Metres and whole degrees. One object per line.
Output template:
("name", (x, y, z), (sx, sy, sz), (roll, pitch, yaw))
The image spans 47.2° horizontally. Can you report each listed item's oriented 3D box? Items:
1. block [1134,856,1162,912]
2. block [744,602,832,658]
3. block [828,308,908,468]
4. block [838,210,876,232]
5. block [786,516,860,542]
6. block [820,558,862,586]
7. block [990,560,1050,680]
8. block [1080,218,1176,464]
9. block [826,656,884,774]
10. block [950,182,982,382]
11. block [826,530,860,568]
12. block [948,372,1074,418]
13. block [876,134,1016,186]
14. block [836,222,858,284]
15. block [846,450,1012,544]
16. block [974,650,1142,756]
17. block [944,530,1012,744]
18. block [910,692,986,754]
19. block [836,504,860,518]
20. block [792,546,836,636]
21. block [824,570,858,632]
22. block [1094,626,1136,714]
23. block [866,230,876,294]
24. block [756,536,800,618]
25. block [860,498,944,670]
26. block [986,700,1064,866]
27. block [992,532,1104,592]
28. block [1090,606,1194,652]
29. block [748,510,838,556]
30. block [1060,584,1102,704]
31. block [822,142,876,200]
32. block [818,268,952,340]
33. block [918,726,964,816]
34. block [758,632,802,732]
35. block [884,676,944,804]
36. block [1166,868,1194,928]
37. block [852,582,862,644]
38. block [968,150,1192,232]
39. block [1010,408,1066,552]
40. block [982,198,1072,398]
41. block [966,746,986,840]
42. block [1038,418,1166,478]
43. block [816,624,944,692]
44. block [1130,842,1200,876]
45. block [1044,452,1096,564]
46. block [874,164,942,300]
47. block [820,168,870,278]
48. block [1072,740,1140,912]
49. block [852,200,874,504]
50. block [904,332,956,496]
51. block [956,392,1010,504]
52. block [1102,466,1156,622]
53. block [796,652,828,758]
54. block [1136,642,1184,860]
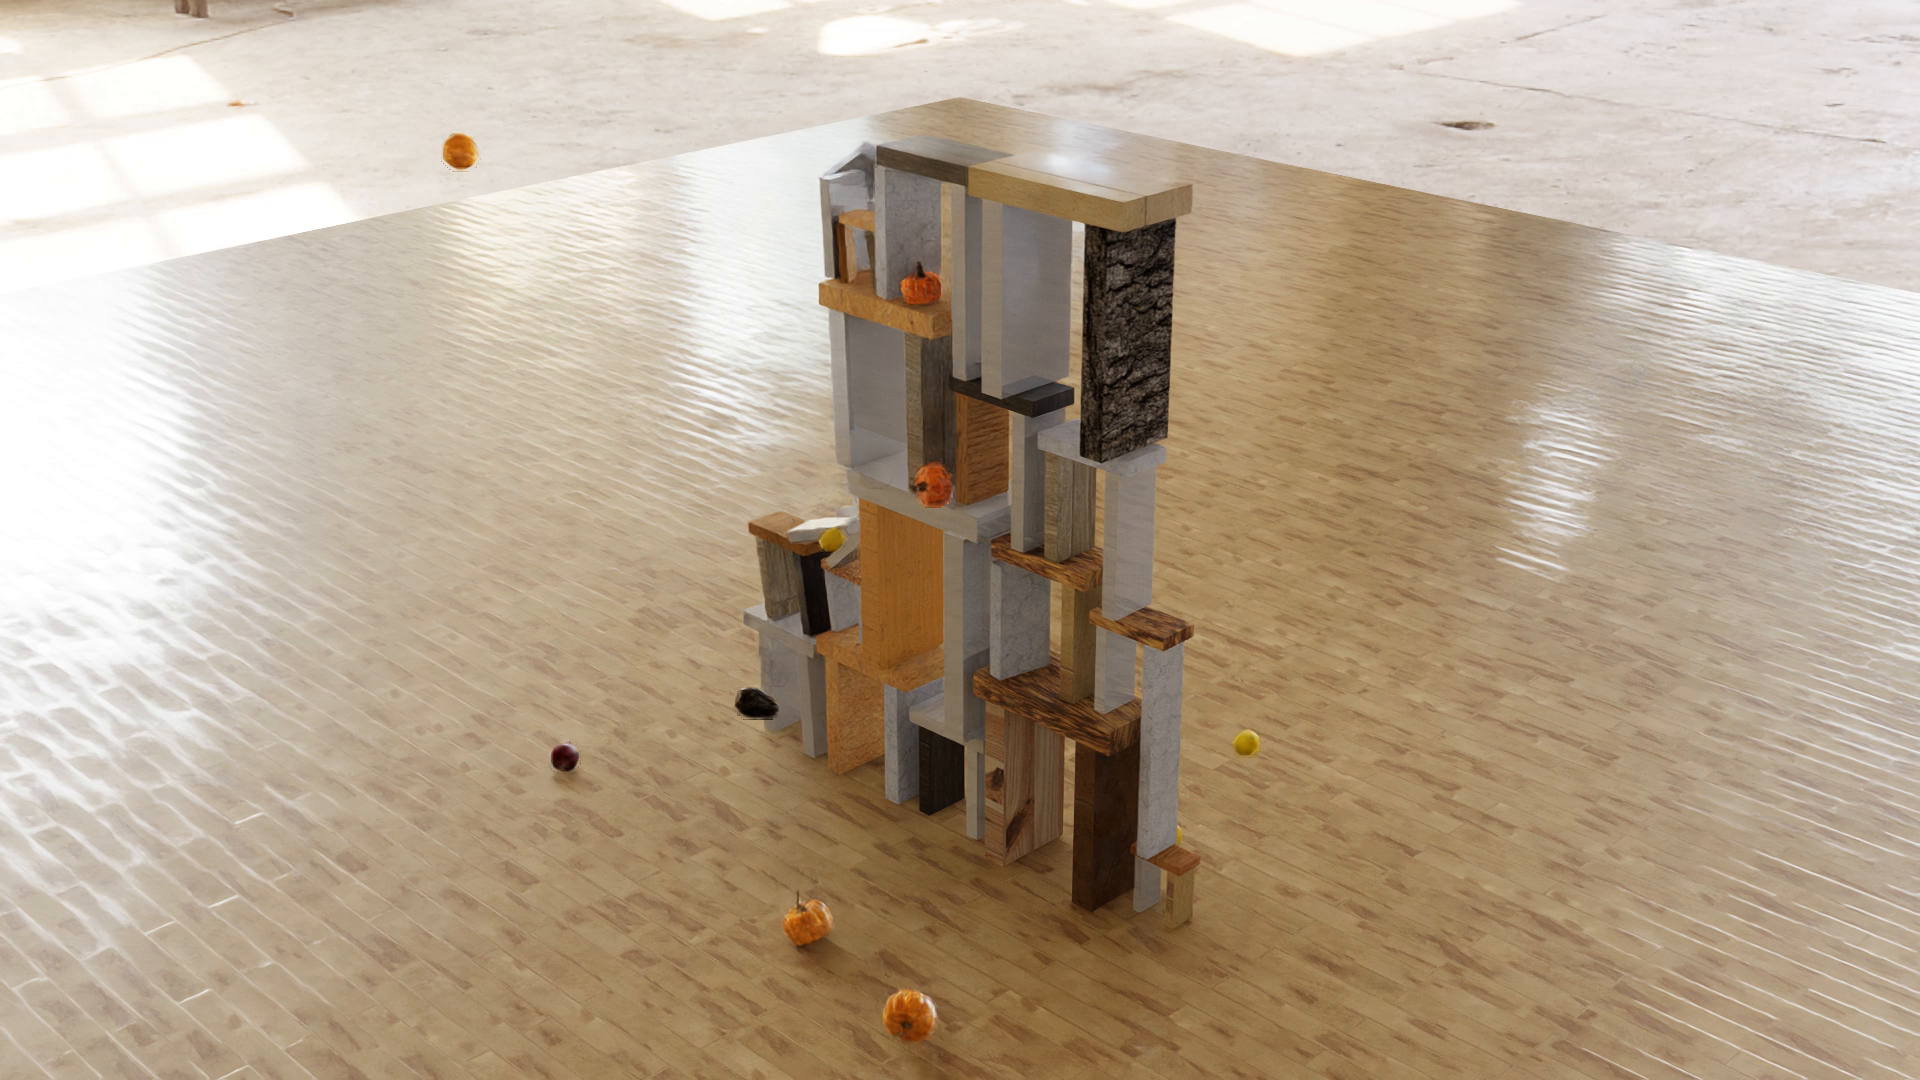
("block", (0.351, 0.633, 4.117), (0.017, 0.118, 0.059), (22, 31, 40))
("block", (-0.342, 0.183, 4.679), (0.118, 0.033, 0.236), (-20, 30, -39))
("block", (-0.176, -0.311, 4.284), (0.156, 0.312, 0.044), (-21, 28, -40))
("block", (-0.170, -0.600, 4.137), (0.057, 0.016, 0.113), (-20, 30, -40))
("block", (-0.268, -0.025, 4.506), (0.159, 0.023, 0.080), (-5, 15, 36))
("block", (-0.218, 0.059, 4.491), (0.065, 0.018, 0.130), (-20, 30, -39))
("block", (0.114, 0.139, 4.131), (0.116, 0.232, 0.033), (-16, 28, -32))
("block", (0.287, -0.353, 3.768), (0.050, 0.412, 0.177), (21, 31, 40))
("block", (-0.217, 0.346, 4.607), (0.037, 0.264, 0.132), (21, 31, 41))
("block", (0.042, -0.476, 3.978), (0.125, 0.360, 0.035), (-21, 30, -40))
("block", (-0.191, -0.001, 4.425), (0.080, 0.023, 0.184), (-21, -12, -41))
("block", (0.092, -0.276, 4.005), (0.108, 0.031, 0.216), (-21, 31, -40))
("block", (-0.020, -0.683, 3.957), (0.125, 0.035, 0.250), (-21, 31, -40))
("block", (-0.216, -0.551, 4.188), (0.016, 0.113, 0.057), (2, 23, 14))
("block", (-0.031, -0.091, 4.227), (0.356, 0.050, 0.178), (21, 31, 41))
("block", (0.208, 0.296, 4.120), (0.344, 0.049, 0.172), (21, 31, 41))
("block", (0.050, 0.164, 4.237), (0.050, 0.427, 0.178), (21, 30, 40))
("block", (0.007, 0.361, 4.356), (0.202, 0.029, 0.101), (20, 30, 39))
("block", (-0.183, -0.063, 4.426), (0.080, 0.023, 0.159), (-10, 3, -25))
("block", (-0.295, 0.101, 4.598), (0.090, 0.180, 0.025), (-18, 19, -36))
("block", (-0.243, 0.117, 4.545), (0.018, 0.131, 0.065), (10, 23, 44))
("block", (0.284, 0.224, 4.010), (0.024, 0.171, 0.085), (21, 31, 40))
("block", (-0.160, -0.526, 4.127), (0.016, 0.113, 0.057), (-7, 22, 4))
("block", (-0.380, 0.068, 4.676), (0.090, 0.180, 0.025), (-20, 21, -39))
("block", (-0.114, 0.065, 4.381), (0.050, 0.356, 0.178), (21, 31, 41))
("block", (0.127, 0.445, 4.272), (0.049, 0.344, 0.172), (21, 31, 41))
("block", (0.181, 0.031, 4.046), (0.232, 0.033, 0.116), (21, 31, 40))
("block", (0.325, 0.149, 3.935), (0.171, 0.024, 0.085), (20, 30, 40))
("block", (-0.350, -0.014, 4.604), (0.090, 0.025, 0.180), (-21, 31, -40))
("block", (0.237, 0.174, 4.048), (0.033, 0.232, 0.116), (21, 31, 41))
("block", (-0.188, -0.708, 4.269), (0.096, 0.027, 0.193), (27, -21, -21))
("block", (-0.105, -0.450, 4.151), (0.312, 0.044, 0.156), (21, 31, 41))
("block", (-0.036, 0.447, 4.449), (0.101, 0.202, 0.029), (-21, 31, -41))
("block", (-0.377, 0.287, 4.782), (0.033, 0.236, 0.118), (19, 29, 40))
("block", (-0.093, 0.395, 4.492), (0.037, 0.264, 0.132), (21, 31, 40))
("block", (0.407, 0.655, 4.066), (0.059, 0.118, 0.017), (-21, 31, -41))
("block", (-0.181, 0.141, 4.488), (0.065, 0.131, 0.018), (-21, 22, -40))
("block", (0.202, -0.599, 3.756), (0.355, 0.050, 0.177), (21, 31, 40))
("block", (0.143, -0.118, 4.014), (0.108, 0.266, 0.031), (-21, 31, -41))
("block", (0.119, -0.445, 3.911), (0.177, 0.355, 0.050), (-21, 31, -40))
("block", (0.058, 0.484, 4.362), (0.029, 0.202, 0.101), (21, 31, 40))
("block", (0.250, -0.164, 3.888), (0.210, 0.030, 0.105), (21, 31, 40))
("block", (-0.155, 0.232, 4.491), (0.264, 0.037, 0.132), (21, 31, 40))
("block", (0.379, 0.582, 4.066), (0.118, 0.017, 0.059), (21, 31, 40))
("block", (0.200, -0.073, 3.980), (0.030, 0.210, 0.105), (21, 31, 40))
("block", (-0.095, -0.581, 4.083), (0.125, 0.250, 0.035), (-15, 27, -32))
("block", (-0.221, -0.607, 4.220), (0.027, 0.193, 0.096), (17, 28, 40))
("block", (0.289, 0.508, 4.123), (0.049, 0.344, 0.172), (21, 31, 41))
("block", (-0.172, -0.373, 4.379), (0.096, 0.601, 0.027), (-11, 17, -37))
("block", (-0.027, -0.255, 4.149), (0.156, 0.312, 0.044), (-19, 29, -38))
("block", (0.043, -0.183, 4.104), (0.108, 0.216, 0.031), (-20, 30, -39))
("block", (0.300, -0.002, 3.903), (0.030, 0.280, 0.105), (21, 30, 40))
("block", (-0.284, 0.332, 4.675), (0.033, 0.236, 0.118), (17, 28, 42))
("block", (0.363, 0.374, 3.985), (0.024, 0.429, 0.086), (21, 31, 40))
